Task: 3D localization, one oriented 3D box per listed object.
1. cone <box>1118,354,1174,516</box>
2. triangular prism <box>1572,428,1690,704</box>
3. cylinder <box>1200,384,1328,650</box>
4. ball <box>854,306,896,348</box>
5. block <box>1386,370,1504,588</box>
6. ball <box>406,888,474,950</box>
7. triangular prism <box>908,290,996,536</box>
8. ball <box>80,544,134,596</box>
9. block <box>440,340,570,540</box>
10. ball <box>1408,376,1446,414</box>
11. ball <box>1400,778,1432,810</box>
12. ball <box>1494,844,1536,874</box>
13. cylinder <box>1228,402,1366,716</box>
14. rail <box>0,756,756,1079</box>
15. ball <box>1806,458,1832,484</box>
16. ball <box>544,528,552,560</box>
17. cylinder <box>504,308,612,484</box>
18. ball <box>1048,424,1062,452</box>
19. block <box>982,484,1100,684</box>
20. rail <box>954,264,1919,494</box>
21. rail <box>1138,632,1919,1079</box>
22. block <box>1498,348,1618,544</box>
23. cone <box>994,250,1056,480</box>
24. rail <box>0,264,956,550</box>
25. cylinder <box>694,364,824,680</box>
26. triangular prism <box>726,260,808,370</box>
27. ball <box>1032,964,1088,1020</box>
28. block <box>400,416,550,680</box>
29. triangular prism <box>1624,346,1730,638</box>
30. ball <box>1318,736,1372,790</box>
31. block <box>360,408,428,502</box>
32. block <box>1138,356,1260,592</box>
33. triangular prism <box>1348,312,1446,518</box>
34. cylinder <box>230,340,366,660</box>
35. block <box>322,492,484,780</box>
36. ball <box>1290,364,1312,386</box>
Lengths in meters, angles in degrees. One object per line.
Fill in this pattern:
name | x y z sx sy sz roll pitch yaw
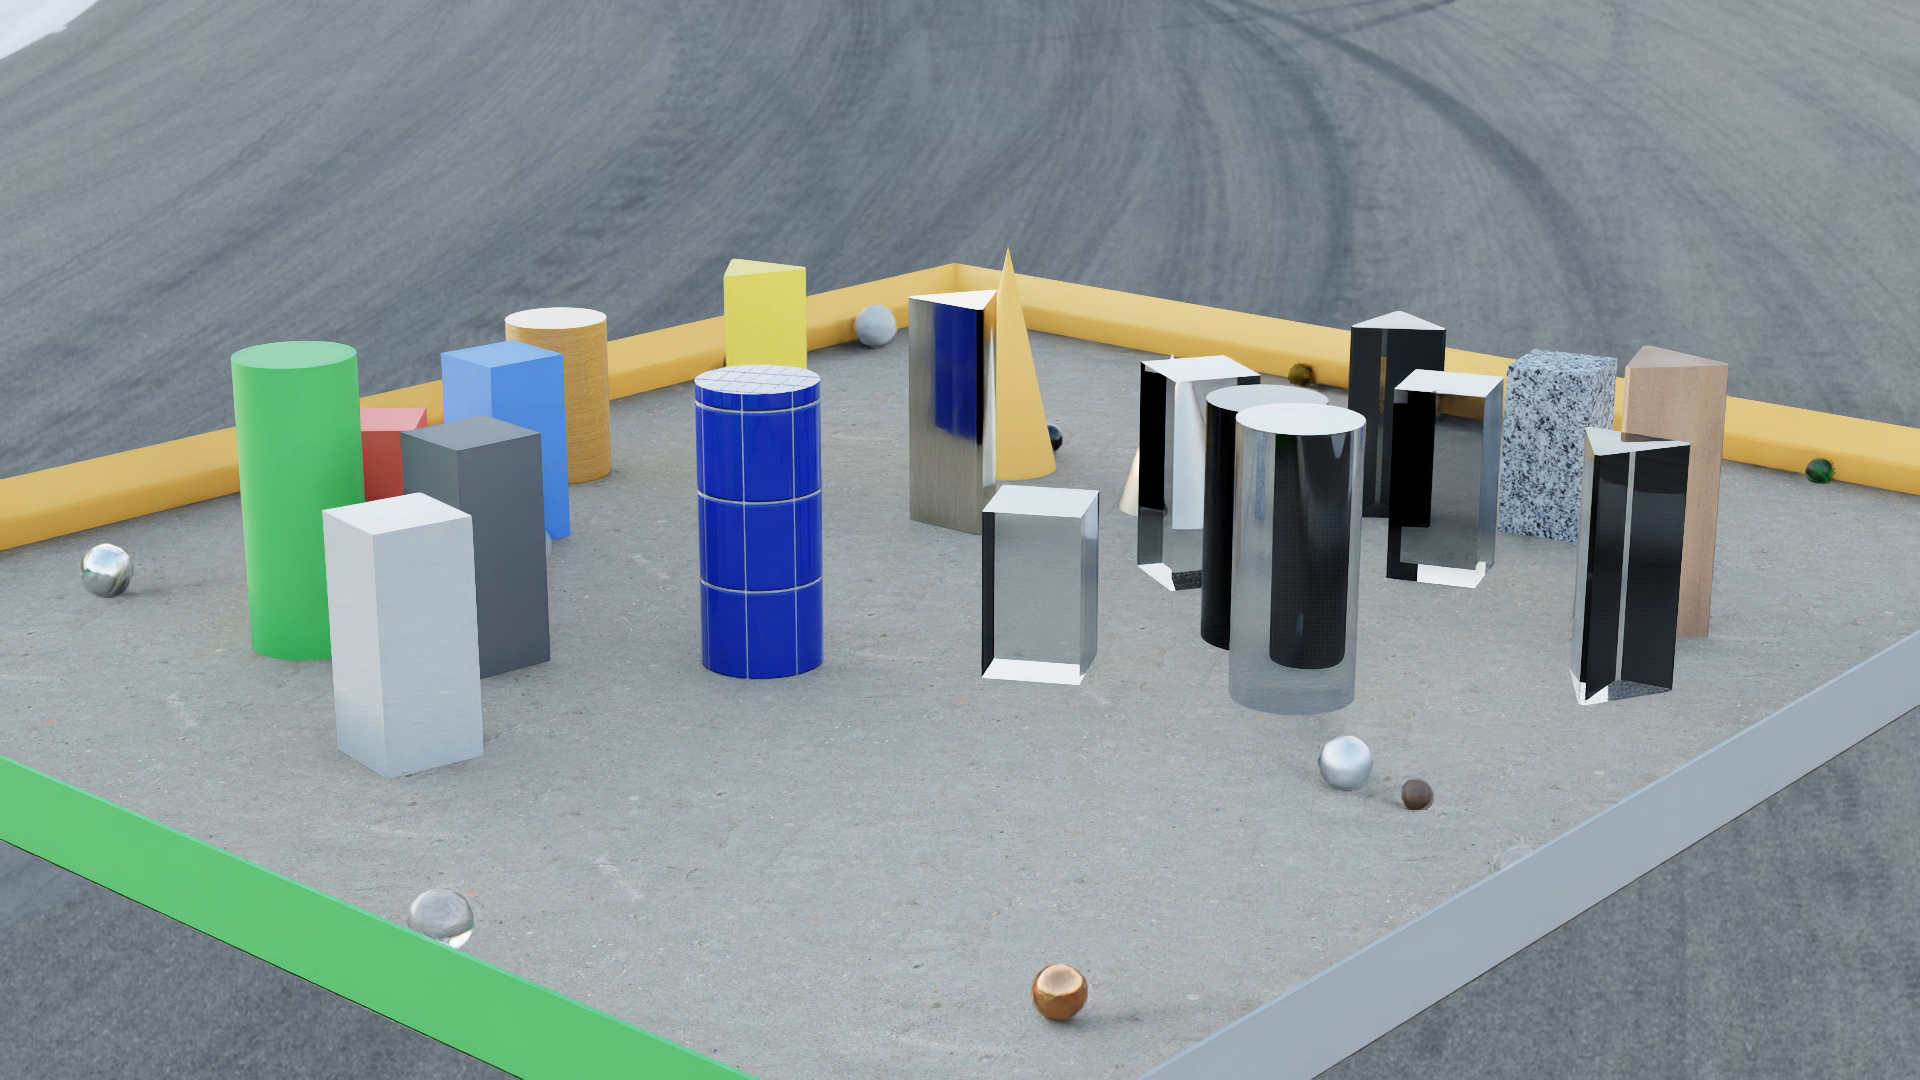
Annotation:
cone | 0.405 -0.211 5.632 0.200 0.303 0.200 0 17 0
triangular prism | 1.024 0.035 4.638 0.173 0.405 0.150 -7 18 -22
cylinder | 0.504 -0.036 4.867 0.200 0.408 0.200 0 17 0
ball | -0.201 -0.507 6.968 0.100 0.100 0.100 0 17 0
block | 0.864 -0.111 5.224 0.160 0.347 0.160 7 18 21
ball | -0.657 0.483 3.707 0.085 0.085 0.085 0 17 0
triangular prism | 0.018 -0.248 5.530 0.173 0.431 0.150 13 21 38
ball | -1.492 0.053 5.124 0.091 0.091 0.091 0 17 0
block | -0.842 -0.176 5.438 0.160 0.348 0.160 -15 22 -41
ball | 1.012 -0.314 6.359 0.081 0.081 0.081 0 17 0
ball | 0.651 0.361 4.178 0.045 0.045 0.045 0 17 0
ball | 0.741 0.438 3.888 0.066 0.066 0.066 0 17 0
cylinder | 0.525 0.028 4.582 0.200 0.450 0.200 0 17 0
rail | -1.109 0.401 3.896 3.018 0.130 0.045 14 22 39
ball | 1.706 -0.137 5.822 0.051 0.051 0.051 0 17 0
ball | -0.778 0.011 5.264 0.090 0.090 0.090 0 17 0
cylinder | -0.803 -0.289 5.866 0.200 0.317 0.200 0 17 0
ball | 0.181 -0.209 6.045 0.061 0.061 0.061 0 17 0
block | 0.131 0.071 4.738 0.160 0.279 0.160 4 17 12
rail | 1.109 -0.336 6.343 3.018 0.130 0.045 14 22 39
rail | 1.122 0.313 4.187 0.045 0.130 3.432 14 22 39
block | 1.120 -0.178 5.494 0.160 0.319 0.160 9 19 28
cone | 0.096 -0.366 5.883 0.200 0.454 0.200 0 17 0
rail | -1.122 -0.248 6.052 0.045 0.130 3.432 14 22 39
cylinder | -0.323 -0.030 4.736 0.200 0.472 0.200 0 17 0
triangular prism | -0.415 -0.339 5.846 0.173 0.424 0.150 -9 19 -28
ball | 0.120 0.544 3.534 0.067 0.067 0.067 0 17 0
block | -0.783 0.012 4.749 0.160 0.385 0.160 -15 23 -41
triangular prism | 1.161 -0.081 4.913 0.173 0.468 0.150 -2 17 -7
ball | 0.559 0.322 4.250 0.078 0.078 0.078 0 17 0
block | -1.005 -0.052 5.071 0.160 0.322 0.160 -1 17 -2
block | 0.421 -0.120 5.200 0.160 0.378 0.160 -6 18 -18
triangular prism | 0.833 -0.241 5.617 0.173 0.370 0.150 2 17 8
cylinder | -1.080 -0.066 4.826 0.200 0.490 0.200 0 17 0
block | -0.825 0.139 4.347 0.160 0.373 0.160 -13 21 -36
ball | 0.768 -0.371 6.607 0.048 0.048 0.048 0 17 0
